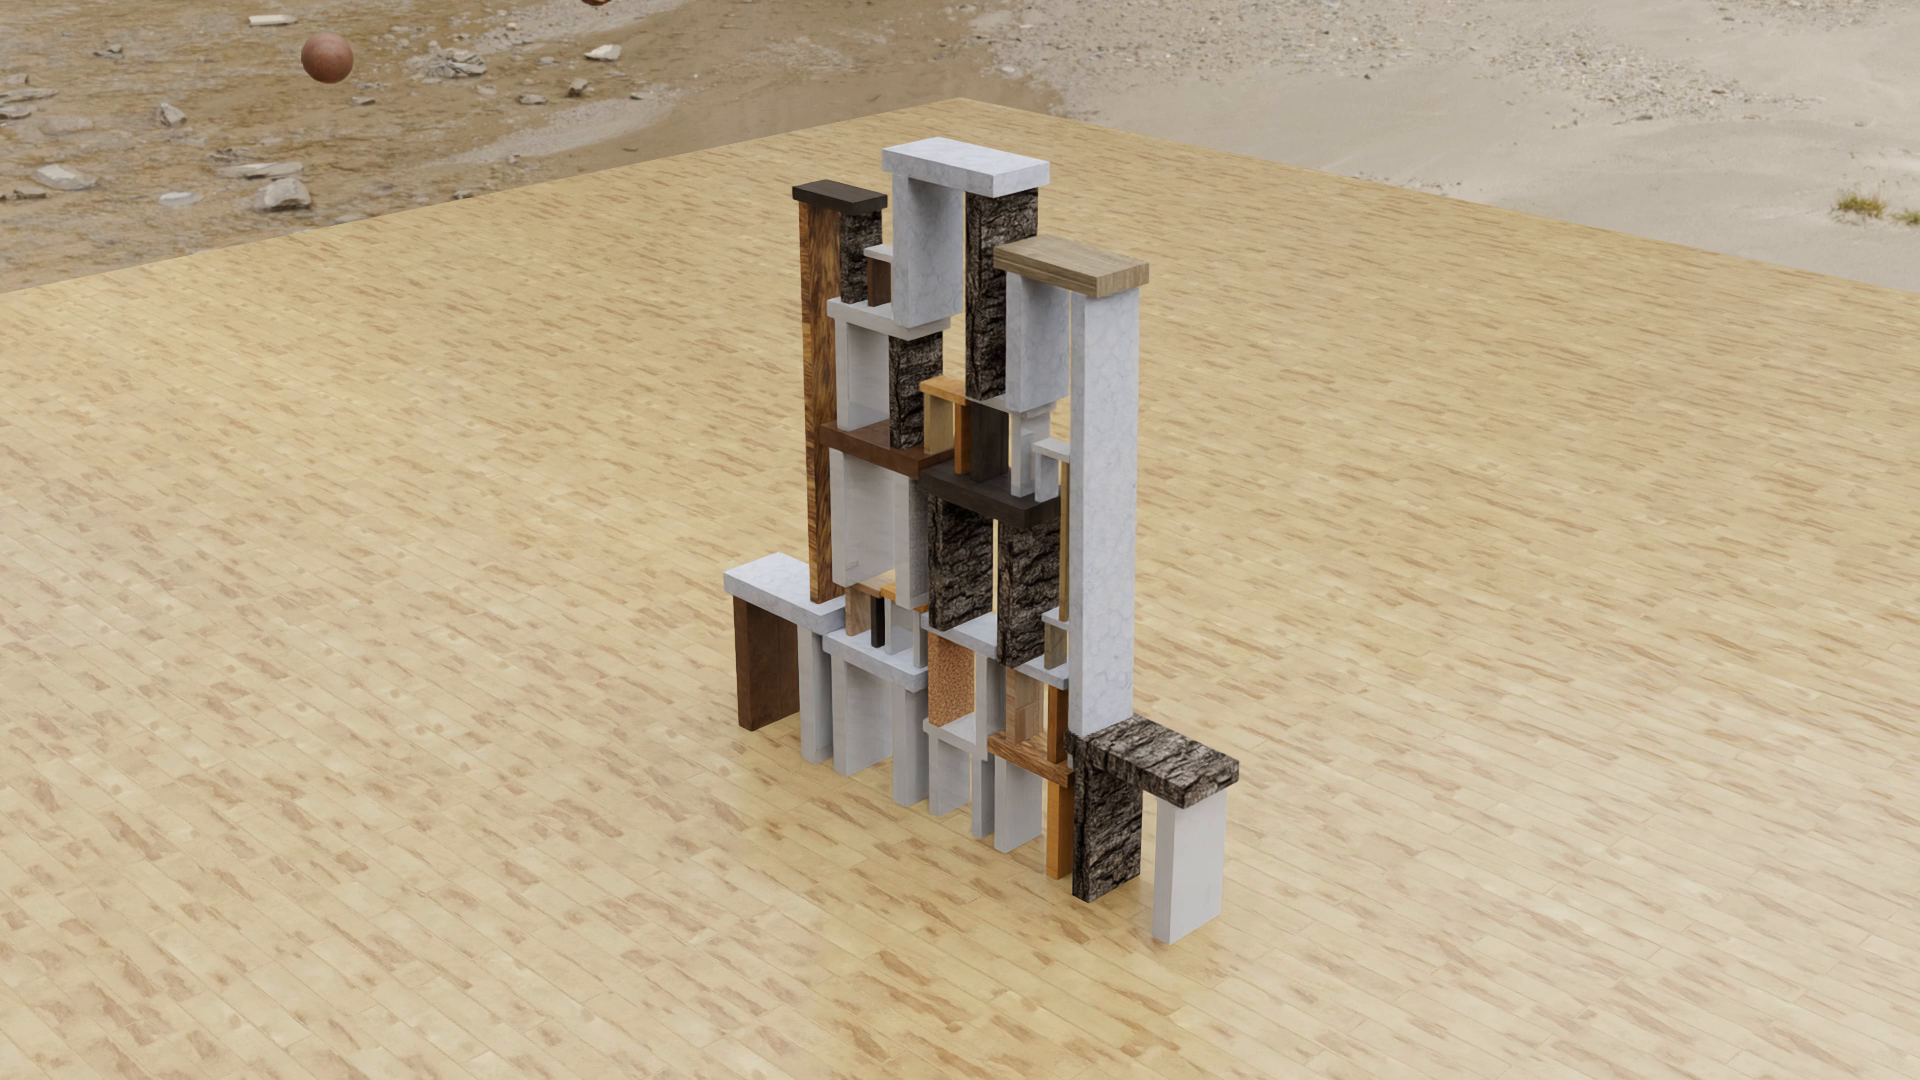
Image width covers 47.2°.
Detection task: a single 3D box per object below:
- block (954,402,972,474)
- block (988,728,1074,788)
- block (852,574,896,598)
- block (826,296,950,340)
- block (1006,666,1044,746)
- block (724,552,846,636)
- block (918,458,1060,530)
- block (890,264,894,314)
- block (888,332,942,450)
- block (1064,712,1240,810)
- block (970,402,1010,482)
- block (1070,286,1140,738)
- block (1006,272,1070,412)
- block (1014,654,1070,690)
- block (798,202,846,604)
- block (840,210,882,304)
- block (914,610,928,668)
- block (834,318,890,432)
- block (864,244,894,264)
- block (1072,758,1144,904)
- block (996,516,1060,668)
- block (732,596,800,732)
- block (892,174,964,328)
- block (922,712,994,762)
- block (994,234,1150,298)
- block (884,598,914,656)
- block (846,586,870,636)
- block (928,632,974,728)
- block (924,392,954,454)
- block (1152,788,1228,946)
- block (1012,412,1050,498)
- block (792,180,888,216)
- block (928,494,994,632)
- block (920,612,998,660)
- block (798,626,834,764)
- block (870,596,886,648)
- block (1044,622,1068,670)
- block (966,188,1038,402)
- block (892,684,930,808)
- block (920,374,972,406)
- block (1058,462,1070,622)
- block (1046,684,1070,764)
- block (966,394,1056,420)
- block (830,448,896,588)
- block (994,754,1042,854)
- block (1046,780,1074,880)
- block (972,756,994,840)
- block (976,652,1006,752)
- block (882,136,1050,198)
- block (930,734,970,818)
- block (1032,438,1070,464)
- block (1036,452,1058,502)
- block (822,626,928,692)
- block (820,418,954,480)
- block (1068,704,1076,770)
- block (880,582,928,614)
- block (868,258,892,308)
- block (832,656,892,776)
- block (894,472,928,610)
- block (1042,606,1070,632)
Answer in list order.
[{"bbox_3d":[0.018,-0.197,4.123,0.017,0.140,0.061,21,31,41],"label":"block"},{"bbox_3d":[0.164,0.410,4.222,0.209,0.030,0.104,21,31,41],"label":"block"},{"bbox_3d":[-0.181,0.086,4.452,0.114,0.016,0.057,21,31,41],"label":"block"},{"bbox_3d":[-0.137,-0.431,4.192,0.224,0.032,0.112,21,31,40],"label":"block"},{"bbox_3d":[0.125,0.306,4.223,0.081,0.162,0.023,-21,31,-41],"label":"block"},{"bbox_3d":[-0.339,0.110,4.645,0.312,0.044,0.156,21,31,41],"label":"block"},{"bbox_3d":[0.067,-0.093,4.106,0.275,0.039,0.137,21,31,41],"label":"block"},{"bbox_3d":[-0.108,-0.478,4.138,0.014,0.096,0.048,21,31,40],"label":"block"},{"bbox_3d":[-0.083,-0.293,4.194,0.032,0.224,0.112,21,31,41],"label":"block"},{"bbox_3d":[0.347,0.394,4.017,0.149,0.042,0.297,-20,30,-39],"label":"block"},{"bbox_3d":[0.056,-0.192,4.089,0.078,0.157,0.022,-21,31,-40],"label":"block"},{"bbox_3d":[0.255,-0.047,3.917,0.127,0.846,0.036,-19,29,-35],"label":"block"},{"bbox_3d":[0.139,-0.366,3.916,0.127,0.255,0.036,-21,31,-40],"label":"block"},{"bbox_3d":[0.163,0.235,4.152,0.081,0.023,0.162,-21,31,-40],"label":"block"},{"bbox_3d":[-0.270,-0.271,4.405,0.025,0.844,0.088,21,31,41],"label":"block"},{"bbox_3d":[-0.188,-0.546,4.197,0.025,0.175,0.088,21,31,40],"label":"block"},{"bbox_3d":[-0.064,0.188,4.367,0.062,0.124,0.018,-21,31,-40],"label":"block"},{"bbox_3d":[-0.190,-0.334,4.290,0.032,0.224,0.112,21,31,40],"label":"block"},{"bbox_3d":[-0.130,-0.537,4.138,0.096,0.014,0.048,20,30,39],"label":"block"},{"bbox_3d":[0.280,0.522,4.149,0.148,0.297,0.042,-21,31,-41],"label":"block"},{"bbox_3d":[0.132,0.084,4.110,0.137,0.289,0.039,-21,31,-41],"label":"block"},{"bbox_3d":[-0.413,0.246,4.782,0.044,0.312,0.156,21,31,41],"label":"block"},{"bbox_3d":[-0.058,-0.546,4.059,0.142,0.284,0.040,-21,31,-40],"label":"block"},{"bbox_3d":[0.022,0.383,4.363,0.090,0.026,0.181,-21,31,-40],"label":"block"},{"bbox_3d":[0.191,-0.476,3.800,0.127,0.036,0.255,-20,30,-37],"label":"block"},{"bbox_3d":[-0.122,0.165,4.422,0.062,0.124,0.018,-21,31,-41],"label":"block"},{"bbox_3d":[-0.208,0.136,4.502,0.057,0.114,0.016,-21,31,-40],"label":"block"},{"bbox_3d":[-0.017,0.261,4.359,0.101,0.203,0.029,-21,31,-40],"label":"block"},{"bbox_3d":[-0.041,-0.228,4.172,0.017,0.121,0.061,21,31,41],"label":"block"},{"bbox_3d":[0.420,0.577,4.020,0.042,0.297,0.148,21,31,41],"label":"block"},{"bbox_3d":[0.129,-0.163,4.021,0.078,0.157,0.022,-21,31,-40],"label":"block"},{"bbox_3d":[-0.230,-0.655,4.197,0.088,0.025,0.175,-21,31,-40],"label":"block"},{"bbox_3d":[0.002,0.026,4.227,0.137,0.274,0.039,-21,31,-41],"label":"block"},{"bbox_3d":[0.031,0.173,4.270,0.101,0.029,0.203,-21,31,-40],"label":"block"},{"bbox_3d":[-0.266,0.303,4.647,0.044,0.312,0.156,21,31,41],"label":"block"},{"bbox_3d":[-0.154,0.157,4.452,0.057,0.114,0.016,-21,31,-41],"label":"block"},{"bbox_3d":[0.179,0.191,4.105,0.048,0.095,0.014,-21,31,-40],"label":"block"},{"bbox_3d":[0.075,-0.450,3.954,0.142,0.379,0.040,-21,31,-40],"label":"block"},{"bbox_3d":[-0.075,0.397,4.479,0.038,0.271,0.135,21,31,41],"label":"block"},{"bbox_3d":[-0.012,-0.281,4.119,0.061,0.017,0.122,-21,31,-40],"label":"block"},{"bbox_3d":[0.203,-0.001,3.999,0.014,0.314,0.048,21,31,41],"label":"block"},{"bbox_3d":[0.201,0.335,4.153,0.023,0.162,0.081,21,31,41],"label":"block"},{"bbox_3d":[0.092,-0.260,4.020,0.078,0.022,0.157,-21,31,-40],"label":"block"},{"bbox_3d":[-0.194,-0.063,4.411,0.140,0.290,0.040,-21,31,-41],"label":"block"},{"bbox_3d":[0.115,0.500,4.314,0.030,0.209,0.104,21,31,41],"label":"block"},{"bbox_3d":[0.213,0.539,4.223,0.030,0.209,0.104,21,31,41],"label":"block"},{"bbox_3d":[0.064,0.494,4.364,0.026,0.181,0.090,21,31,41],"label":"block"},{"bbox_3d":[0.076,0.299,4.268,0.029,0.203,0.101,21,31,40],"label":"block"},{"bbox_3d":[0.009,-0.669,3.934,0.142,0.040,0.283,-21,31,-40],"label":"block"},{"bbox_3d":[-0.021,0.461,4.443,0.090,0.181,0.026,-21,31,-41],"label":"block"},{"bbox_3d":[0.180,-0.161,3.956,0.048,0.014,0.095,-21,31,-40],"label":"block"},{"bbox_3d":[0.158,-0.120,3.998,0.048,0.095,0.014,-21,31,-40],"label":"block"},{"bbox_3d":[-0.139,0.229,4.478,0.135,0.038,0.271,-21,31,-40],"label":"block"},{"bbox_3d":[-0.128,-0.189,4.286,0.140,0.040,0.279,-21,31,-41],"label":"block"},{"bbox_3d":[0.224,0.294,4.099,0.048,0.280,0.014,-21,31,-41],"label":"block"},{"bbox_3d":[-0.093,0.111,4.367,0.062,0.018,0.124,-21,31,-41],"label":"block"},{"bbox_3d":[-0.154,-0.495,4.179,0.014,0.096,0.048,21,31,40],"label":"block"},{"bbox_3d":[-0.203,0.347,4.597,0.038,0.271,0.135,21,31,41],"label":"block"},{"bbox_3d":[-0.063,-0.016,4.287,0.139,0.279,0.040,-21,31,-41],"label":"block"},{"bbox_3d":[0.202,0.150,4.063,0.095,0.014,0.048,21,31,41],"label":"block"}]
